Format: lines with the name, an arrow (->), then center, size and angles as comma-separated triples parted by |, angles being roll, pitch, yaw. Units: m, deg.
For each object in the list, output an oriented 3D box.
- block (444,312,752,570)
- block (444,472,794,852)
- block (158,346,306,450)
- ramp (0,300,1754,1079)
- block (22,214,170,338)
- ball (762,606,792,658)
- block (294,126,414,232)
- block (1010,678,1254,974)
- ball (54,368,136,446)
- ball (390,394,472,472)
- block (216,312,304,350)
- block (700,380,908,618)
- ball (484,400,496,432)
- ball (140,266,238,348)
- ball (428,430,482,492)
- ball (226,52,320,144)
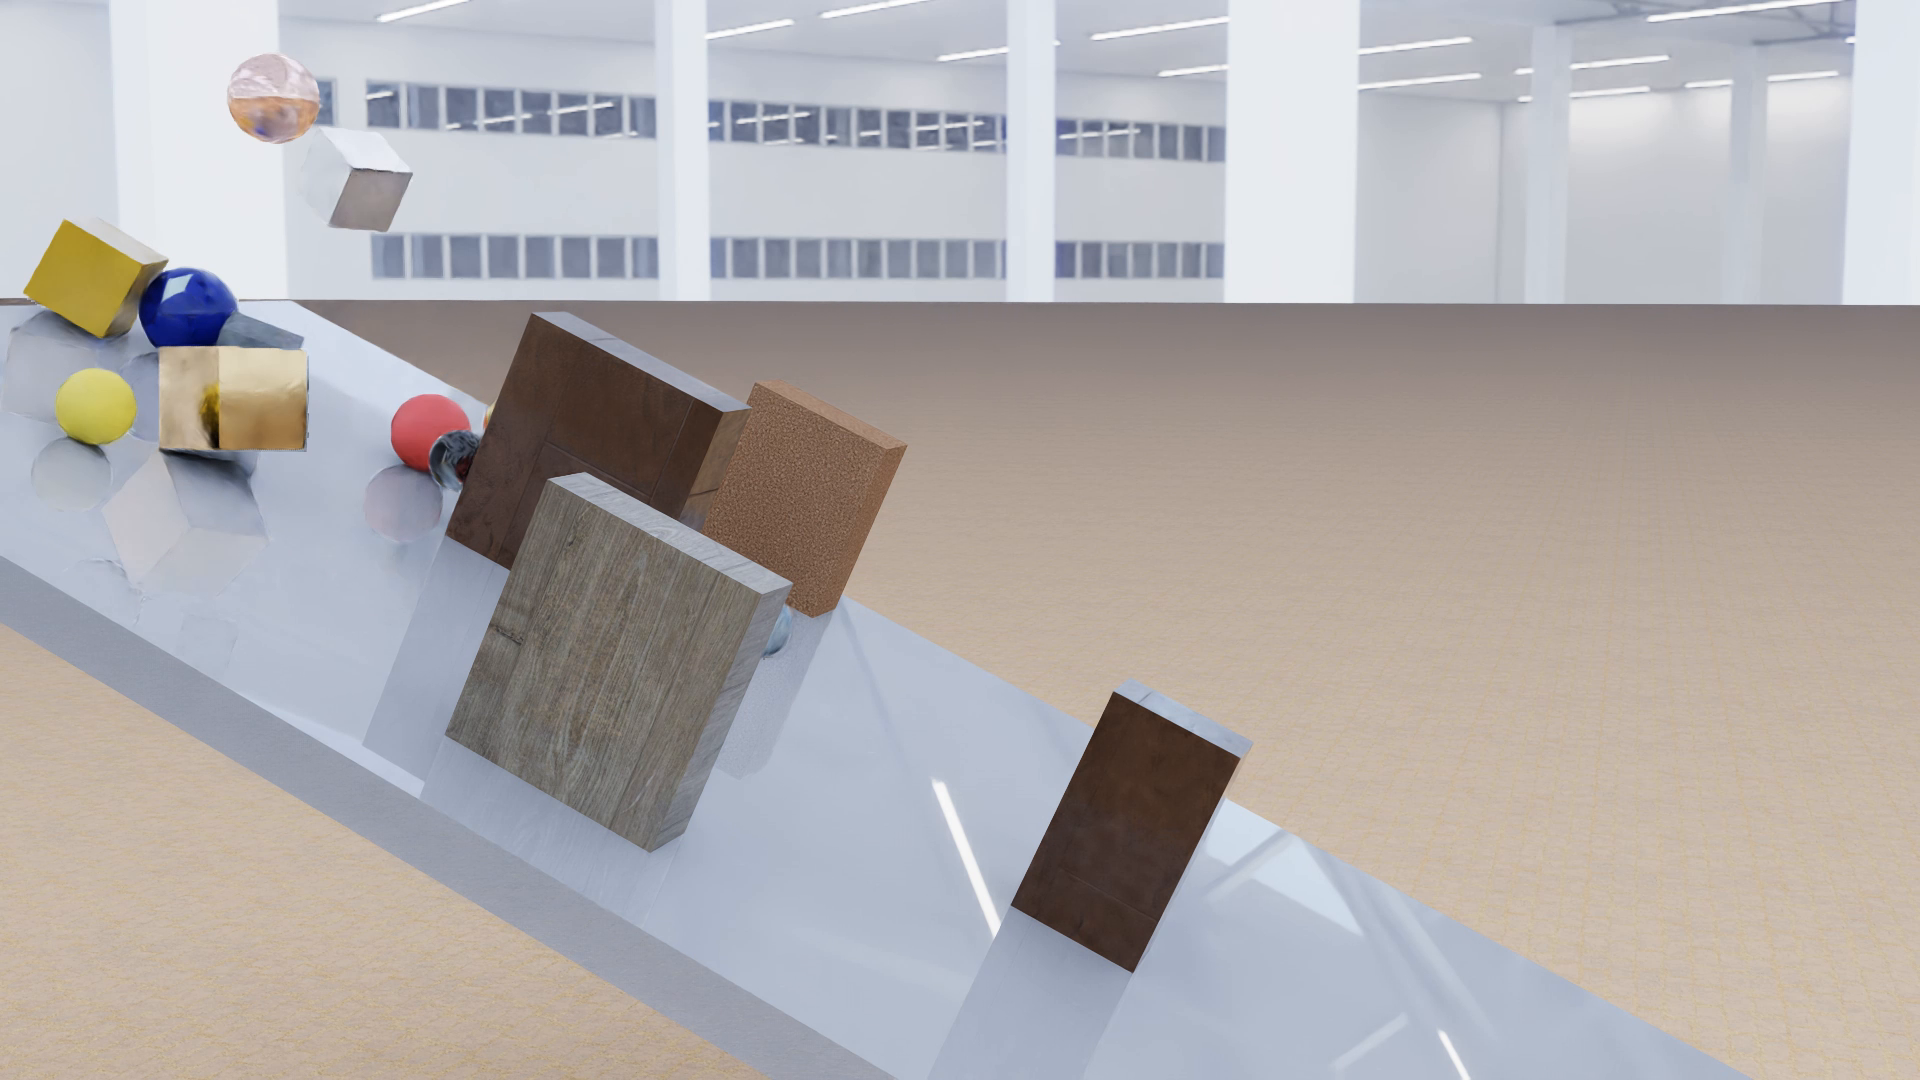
block -> -0.721, -0.136, 4.371 | 0.444, 0.489, 0.146 | 27, 14, 12
block -> -0.544, 0.190, 3.491 | 0.394, 0.460, 0.129 | 27, 14, 12
block -> -1.387, -0.269, 4.193 | 0.192, 0.192, 0.192 | 3, 4, 37
ramp -> -0.266, 0.455, 4.172 | 4.000, 0.100, 2.000 | 27, 14, 12
block -> -1.823, -0.558, 4.648 | 0.181, 0.181, 0.181 | 31, 8, -8
ball -> -0.410, 0.174, 4.494 | 0.133, 0.133, 0.133 | 0, 7, 0
block -> -1.239, -0.736, 4.492 | 0.146, 0.146, 0.146 | -4, 44, -50
block -> 0.300, 0.497, 3.846 | 0.244, 0.432, 0.133 | 27, 14, 12
ball -> -1.585, -0.245, 4.034 | 0.141, 0.141, 0.141 | 0, 7, 0
ball -> -1.132, -0.229, 4.702 | 0.169, 0.169, 0.169 | 0, 7, 0
block -> -1.492, -0.367, 4.636 | 0.155, 0.155, 0.155 | 21, 14, -15
block -> -0.371, -0.097, 4.975 | 0.340, 0.422, 0.149 | 27, 14, 12
ball -> -0.933, -0.243, 4.581 | 0.117, 0.117, 0.117 | 0, 7, 0
ball -> -1.651, -0.485, 4.710 | 0.201, 0.201, 0.201 | 0, 7, 0
ball -> -1.014, -0.161, 4.460 | 0.126, 0.126, 0.126 | 0, 7, 0
ball -> -1.440, -0.927, 4.615 | 0.187, 0.187, 0.187 | 0, 7, 0
